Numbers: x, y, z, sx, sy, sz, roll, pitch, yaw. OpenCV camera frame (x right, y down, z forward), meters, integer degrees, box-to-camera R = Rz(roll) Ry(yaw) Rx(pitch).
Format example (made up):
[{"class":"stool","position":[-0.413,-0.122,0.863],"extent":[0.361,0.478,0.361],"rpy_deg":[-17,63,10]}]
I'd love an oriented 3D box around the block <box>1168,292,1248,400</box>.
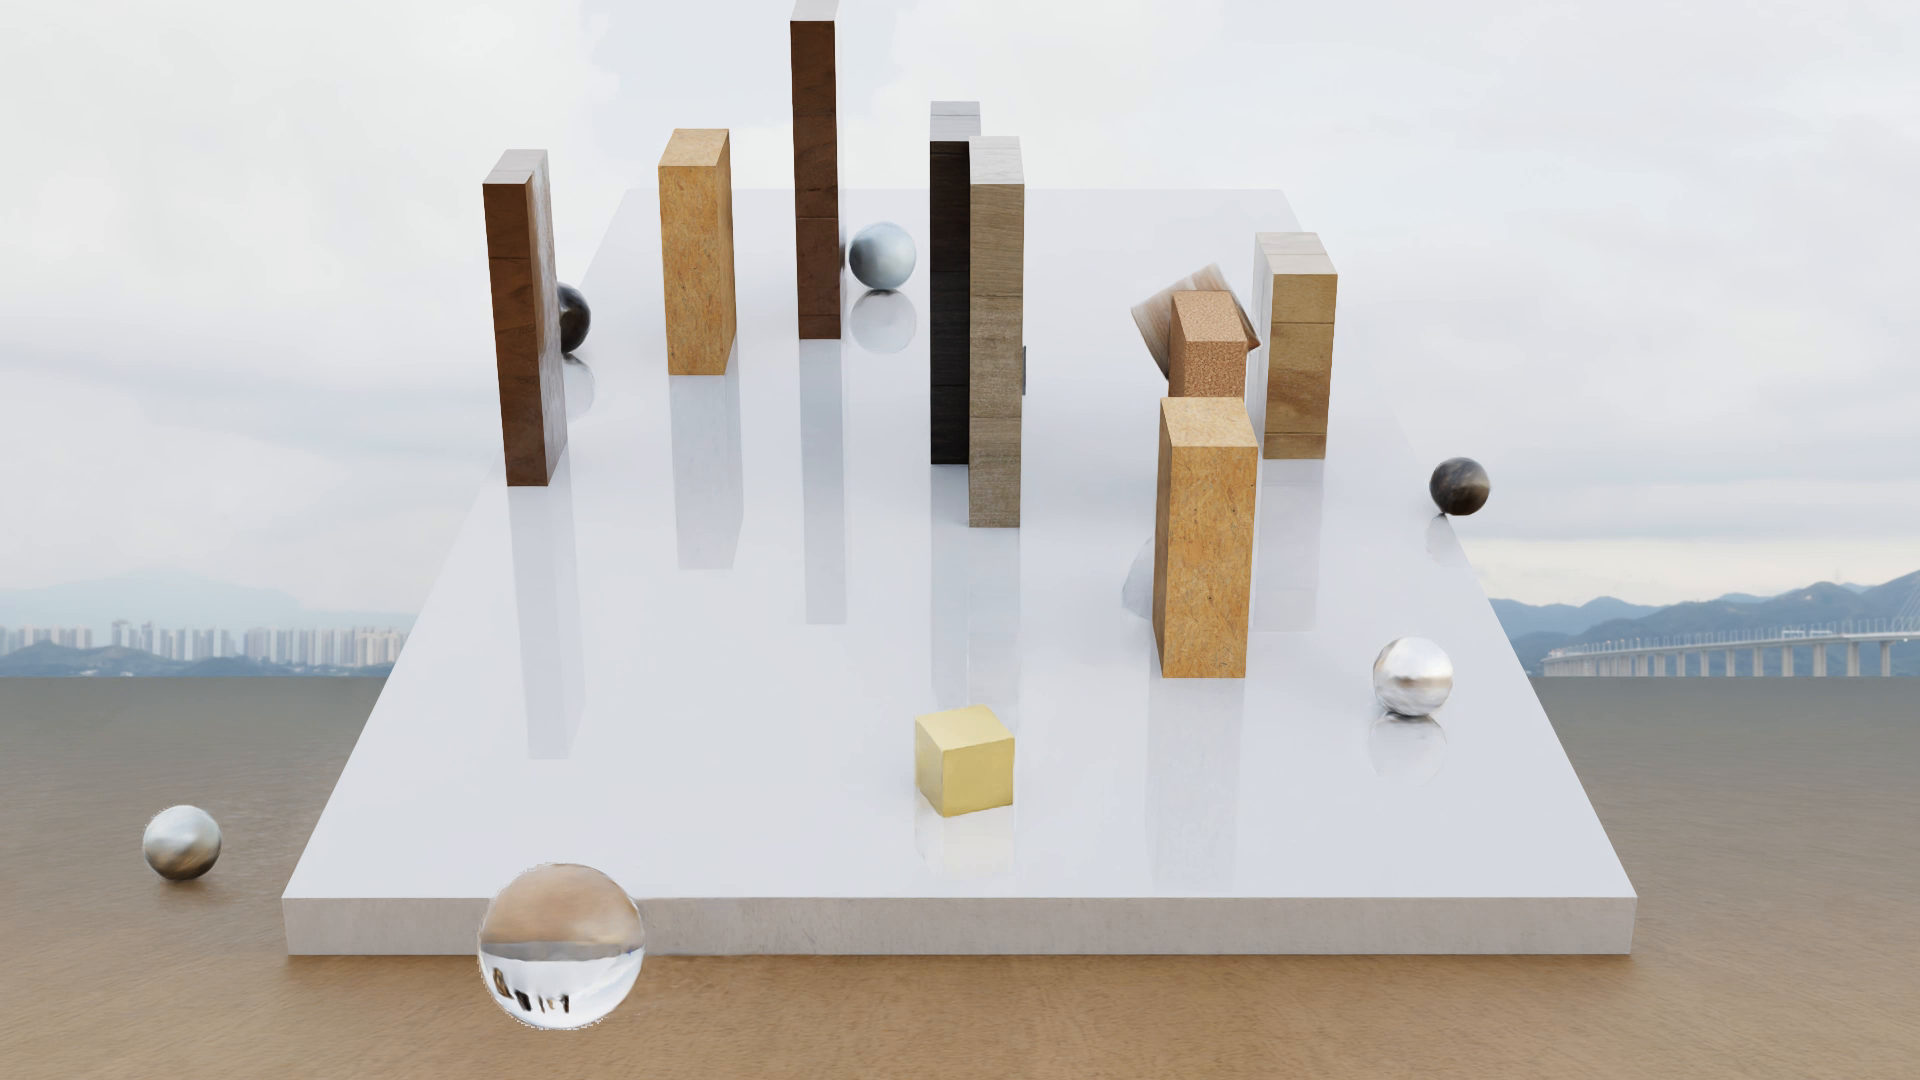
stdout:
[{"class":"block","position":[0.495,-0.258,4.704],"extent":[0.118,0.414,0.320],"rpy_deg":[0,24,0]}]

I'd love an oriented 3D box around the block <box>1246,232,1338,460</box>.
[{"class":"block","position":[0.725,-0.430,5.095],"extent":[0.135,0.417,0.318],"rpy_deg":[0,24,0]}]

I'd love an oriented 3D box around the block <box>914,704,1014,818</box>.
[{"class":"block","position":[0.006,0.349,3.676],"extent":[0.121,0.121,0.121],"rpy_deg":[-9,25,-20]}]

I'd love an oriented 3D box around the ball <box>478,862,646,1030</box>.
[{"class":"ball","position":[-0.473,0.482,2.761],"extent":[0.195,0.195,0.195],"rpy_deg":[0,-3,0]}]

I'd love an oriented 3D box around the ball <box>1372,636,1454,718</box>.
[{"class":"ball","position":[0.767,0.231,3.931],"extent":[0.137,0.137,0.137],"rpy_deg":[0,-3,0]}]

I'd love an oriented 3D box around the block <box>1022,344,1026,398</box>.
[{"class":"block","position":[0.066,-0.387,5.361],"extent":[0.124,0.124,0.124],"rpy_deg":[17,29,33]}]

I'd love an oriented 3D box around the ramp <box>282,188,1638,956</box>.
[{"class":"ramp","position":[-0.008,-0.227,5.274],"extent":[2.000,0.100,4.000],"rpy_deg":[0,24,0]}]

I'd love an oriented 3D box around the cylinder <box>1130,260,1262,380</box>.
[{"class":"cylinder","position":[0.498,-0.452,4.905],"extent":[0.203,0.203,0.203],"rpy_deg":[-29,-9,11]}]

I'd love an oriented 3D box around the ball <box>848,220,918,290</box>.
[{"class":"ball","position":[-0.204,-0.749,6.117],"extent":[0.182,0.182,0.182],"rpy_deg":[0,-3,0]}]

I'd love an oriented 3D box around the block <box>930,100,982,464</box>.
[{"class":"block","position":[-0.011,-0.559,5.026],"extent":[0.106,0.707,0.360],"rpy_deg":[0,24,0]}]

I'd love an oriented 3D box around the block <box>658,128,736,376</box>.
[{"class":"block","position":[-0.628,-0.698,5.588],"extent":[0.133,0.508,0.361],"rpy_deg":[0,24,0]}]

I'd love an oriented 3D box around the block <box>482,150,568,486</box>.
[{"class":"block","position":[-0.910,-0.467,4.879],"extent":[0.086,0.652,0.278],"rpy_deg":[0,24,0]}]

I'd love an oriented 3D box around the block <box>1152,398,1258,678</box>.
[{"class":"block","position":[0.428,-0.005,4.097],"extent":[0.145,0.436,0.240],"rpy_deg":[0,24,0]}]

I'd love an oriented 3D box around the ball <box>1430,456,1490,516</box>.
[{"class":"ball","position":[1.020,-0.109,4.736],"extent":[0.122,0.122,0.122],"rpy_deg":[0,-3,0]}]

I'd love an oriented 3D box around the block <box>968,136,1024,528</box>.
[{"class":"block","position":[0.070,-0.426,4.718],"extent":[0.103,0.710,0.380],"rpy_deg":[0,24,0]}]

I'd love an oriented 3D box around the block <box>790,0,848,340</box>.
[{"class":"block","position":[-0.349,-0.940,5.796],"extent":[0.105,0.788,0.399],"rpy_deg":[0,24,0]}]

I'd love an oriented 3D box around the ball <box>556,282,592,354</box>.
[{"class":"ball","position":[-0.987,-0.538,5.630],"extent":[0.181,0.181,0.181],"rpy_deg":[0,-3,0]}]

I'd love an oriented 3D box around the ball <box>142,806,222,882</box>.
[{"class":"ball","position":[-1.568,0.611,4.680],"extent":[0.151,0.151,0.151],"rpy_deg":[0,-3,0]}]
